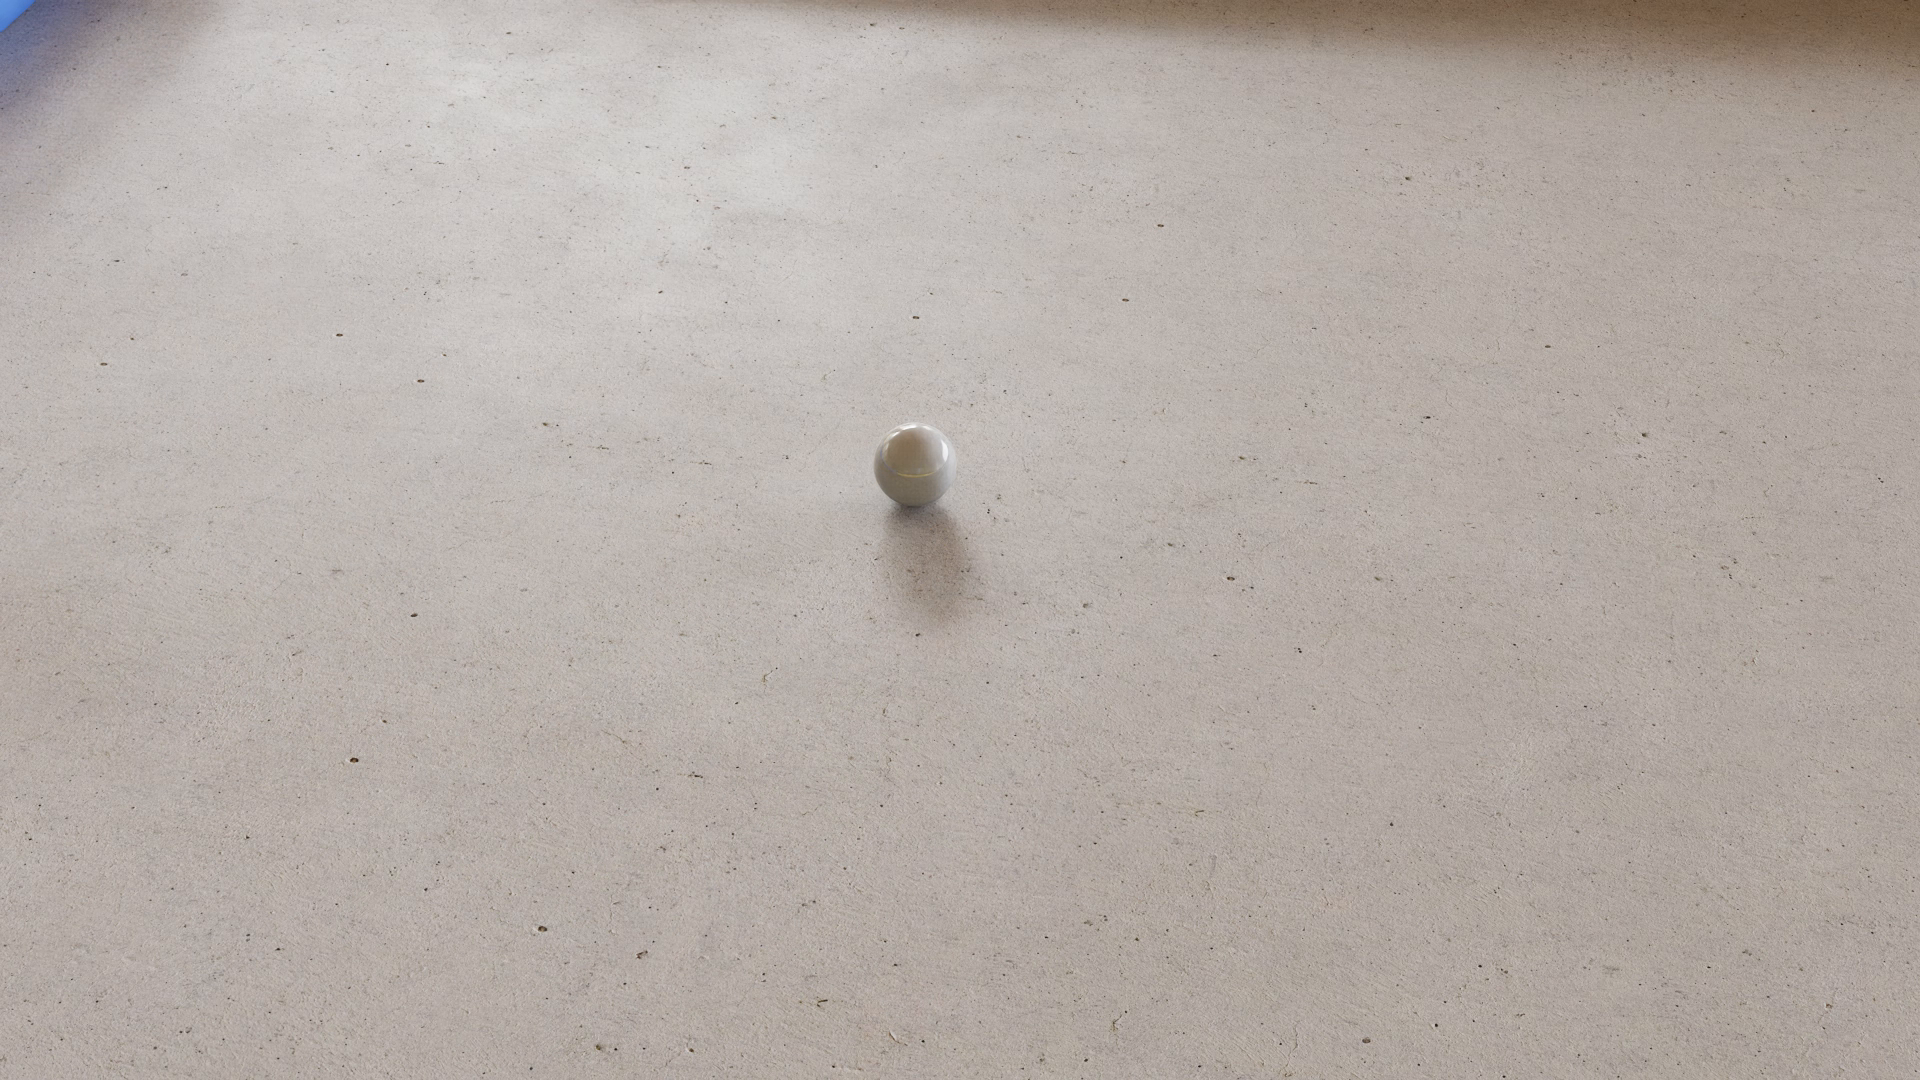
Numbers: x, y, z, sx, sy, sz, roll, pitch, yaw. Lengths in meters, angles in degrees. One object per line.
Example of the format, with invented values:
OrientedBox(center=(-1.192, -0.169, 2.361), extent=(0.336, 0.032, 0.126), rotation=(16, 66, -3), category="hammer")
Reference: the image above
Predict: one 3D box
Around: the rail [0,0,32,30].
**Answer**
OrientedBox(center=(-1.015, -0.114, 1.828), extent=(0.045, 0.128, 2.466), rotation=(5, 36, 7), category="rail")

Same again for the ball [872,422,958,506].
OrientedBox(center=(-0.032, -0.053, 1.803), extent=(0.059, 0.059, 0.059), rotation=(0, 35, 0), category="ball")
